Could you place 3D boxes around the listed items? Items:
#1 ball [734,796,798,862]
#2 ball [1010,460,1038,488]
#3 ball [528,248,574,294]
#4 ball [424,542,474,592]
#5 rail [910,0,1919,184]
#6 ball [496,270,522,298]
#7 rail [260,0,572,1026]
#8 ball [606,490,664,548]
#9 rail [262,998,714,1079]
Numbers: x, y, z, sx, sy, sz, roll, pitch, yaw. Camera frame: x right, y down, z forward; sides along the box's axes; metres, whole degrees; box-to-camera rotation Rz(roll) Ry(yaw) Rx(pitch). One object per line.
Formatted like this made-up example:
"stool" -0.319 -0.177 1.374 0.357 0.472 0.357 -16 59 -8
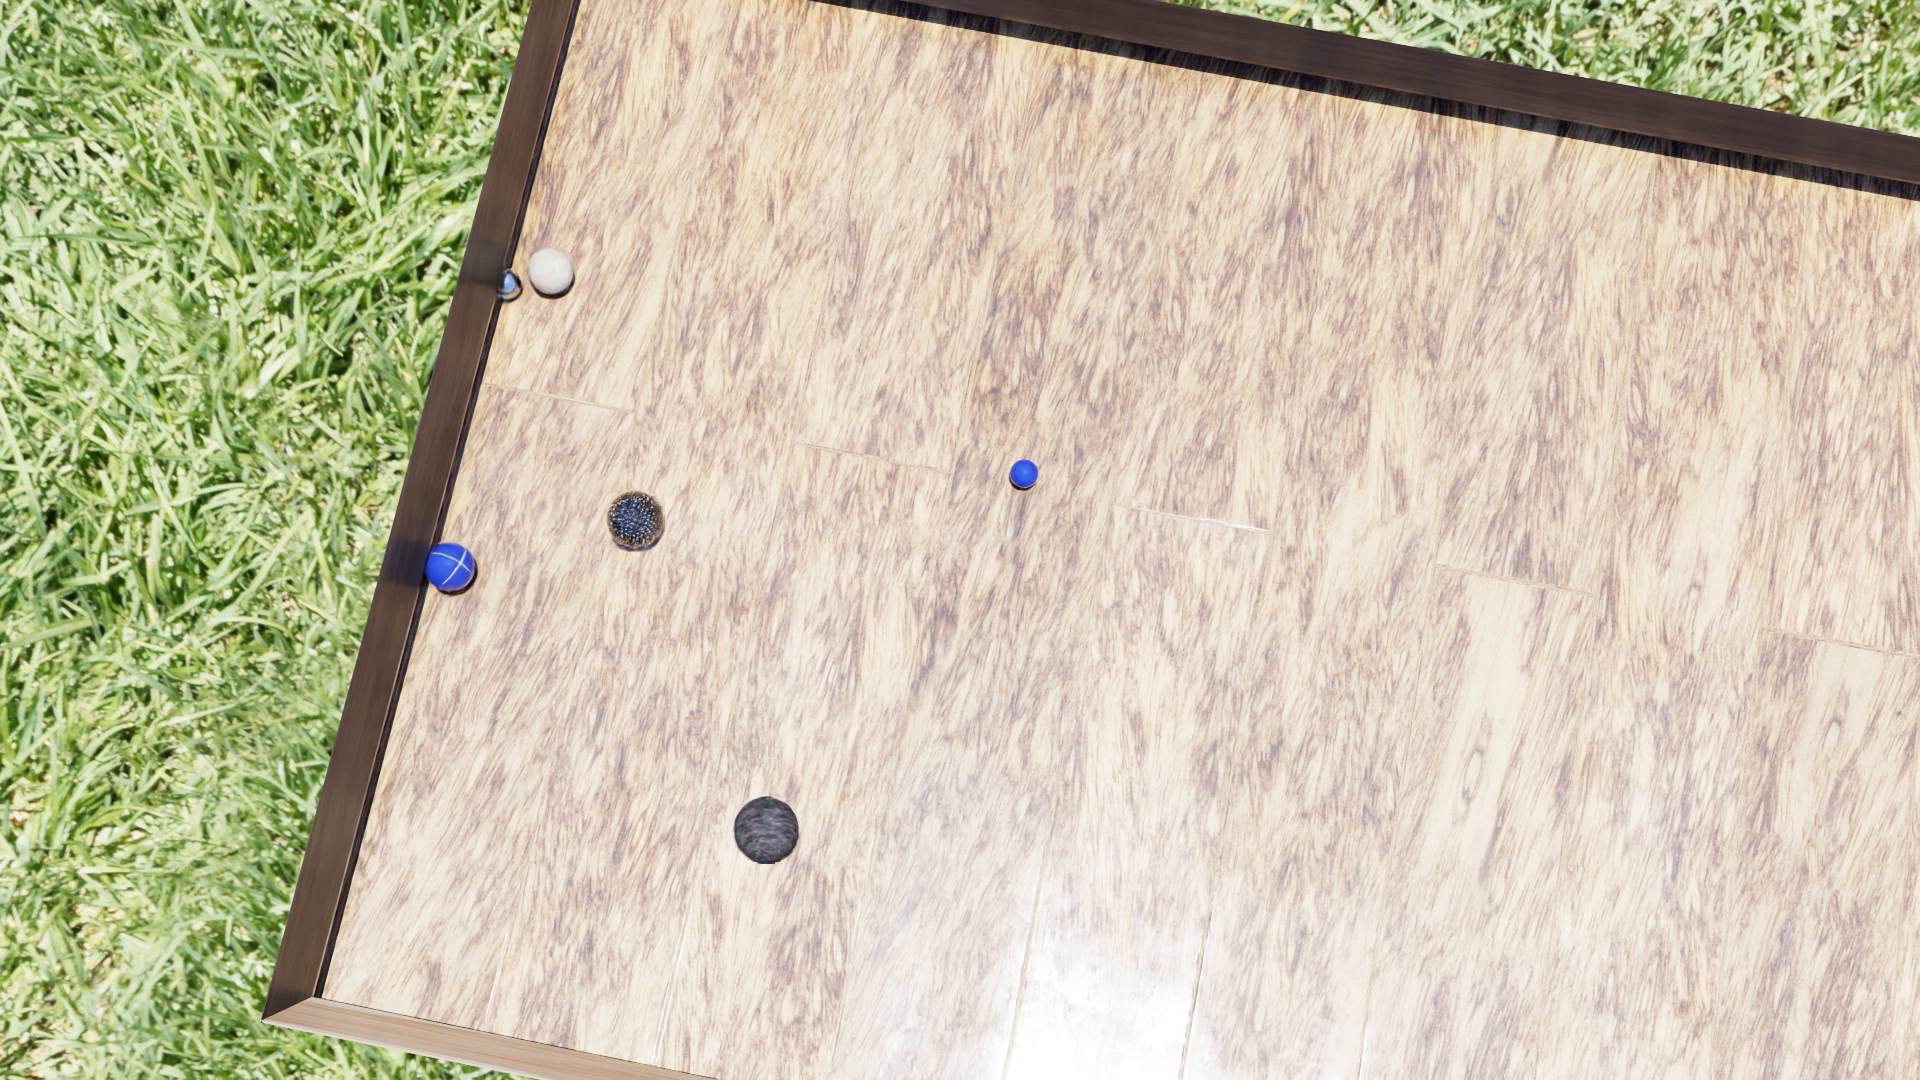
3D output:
"ball" -0.283 0.423 3.212 0.095 0.095 0.095 0 76 0
"ball" 0.098 -0.102 3.365 0.044 0.044 0.044 0 76 0
"ball" -0.638 -0.419 3.428 0.071 0.071 0.071 0 76 0
"ball" -0.769 0.041 3.315 0.074 0.074 0.074 0 76 0
"rail" 0.974 -0.679 3.463 3.287 0.124 0.045 11 77 3
"ball" -0.708 -0.400 3.437 0.045 0.045 0.045 0 76 0
"rail" -0.783 -0.157 3.336 0.045 0.124 1.782 11 77 3
"ball" -0.491 -0.031 3.326 0.086 0.086 0.086 0 76 0
"rail" 0.638 0.975 3.063 3.287 0.124 0.045 11 77 3
